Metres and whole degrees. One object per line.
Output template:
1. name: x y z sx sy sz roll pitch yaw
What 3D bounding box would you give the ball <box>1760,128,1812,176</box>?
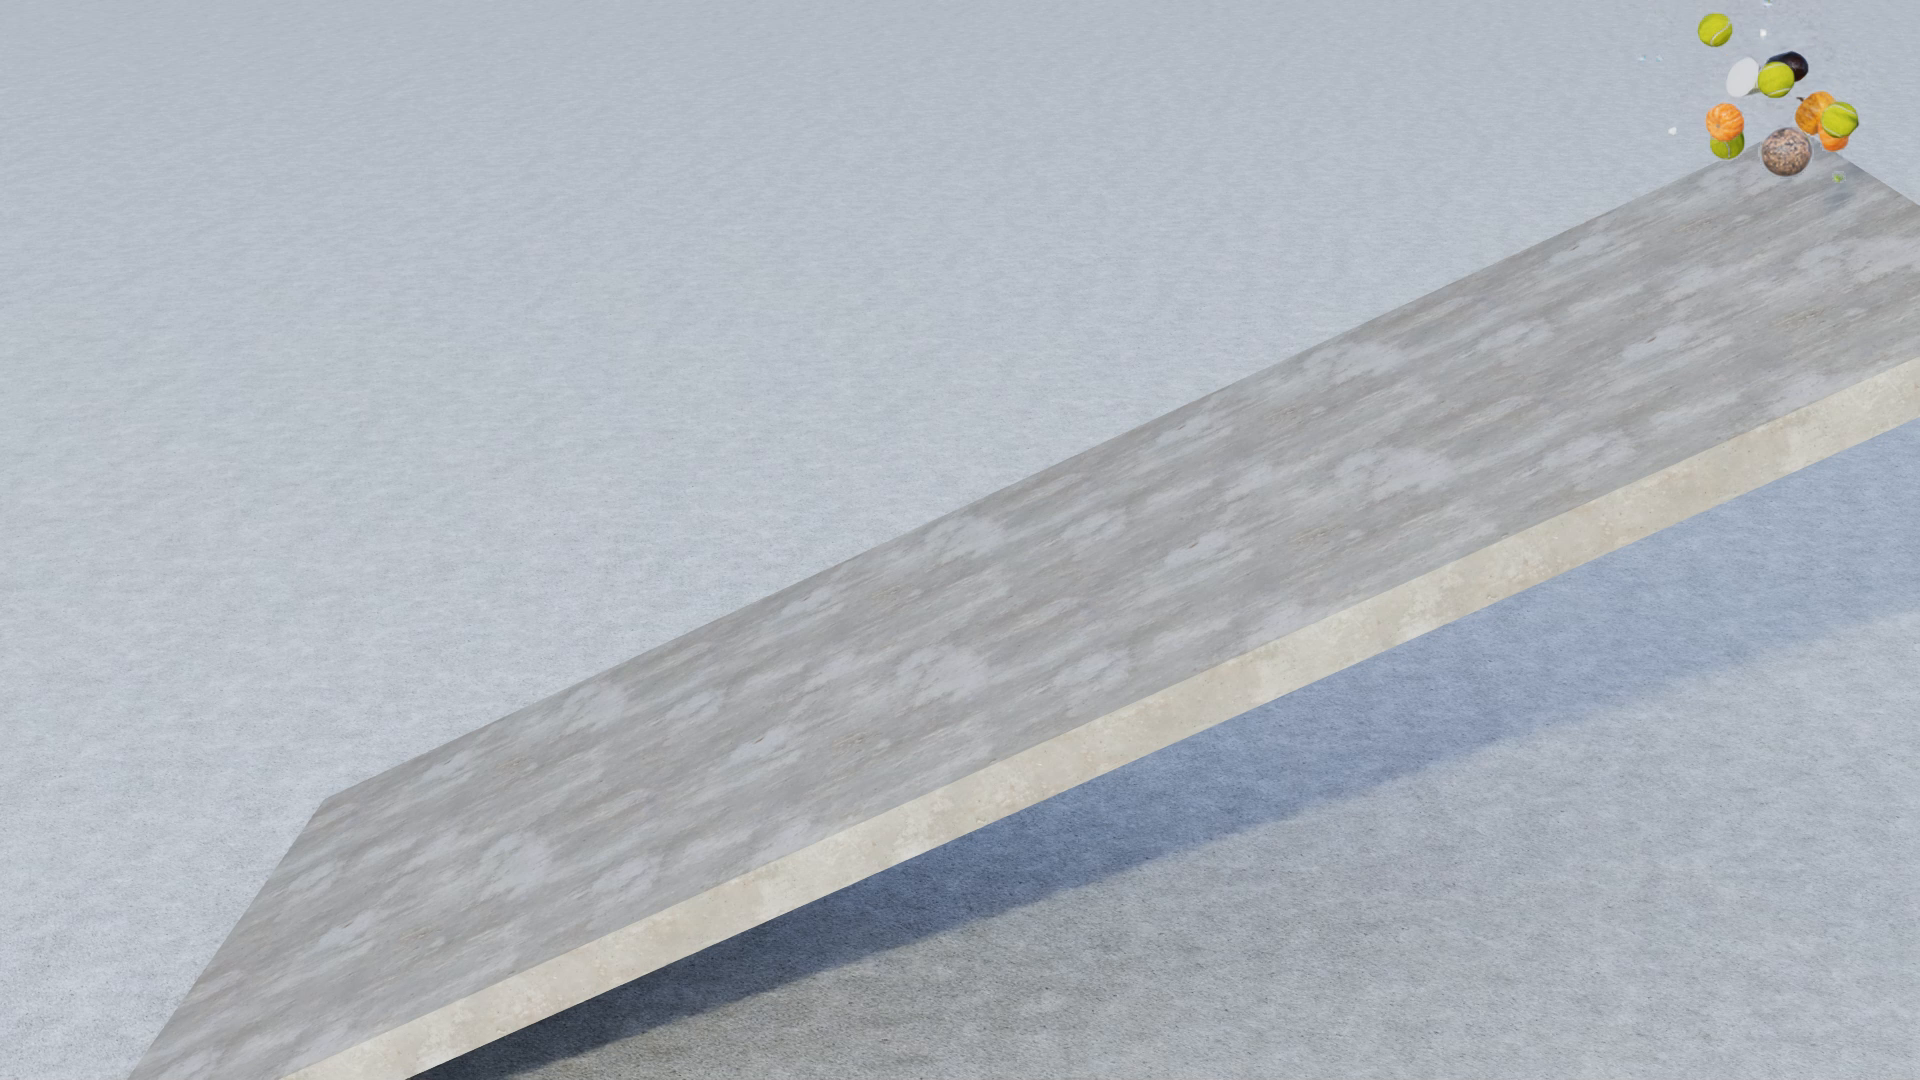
1. ball: 1.580 -0.742 5.622 0.094 0.094 0.094 0 16 0

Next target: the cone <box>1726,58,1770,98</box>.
1. cone: 1.582 -0.905 5.842 0.082 0.082 0.082 17 6 -32

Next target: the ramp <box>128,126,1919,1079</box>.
1. ramp: 0.137 0.168 6.281 4.000 0.100 2.000 -24 13 9
